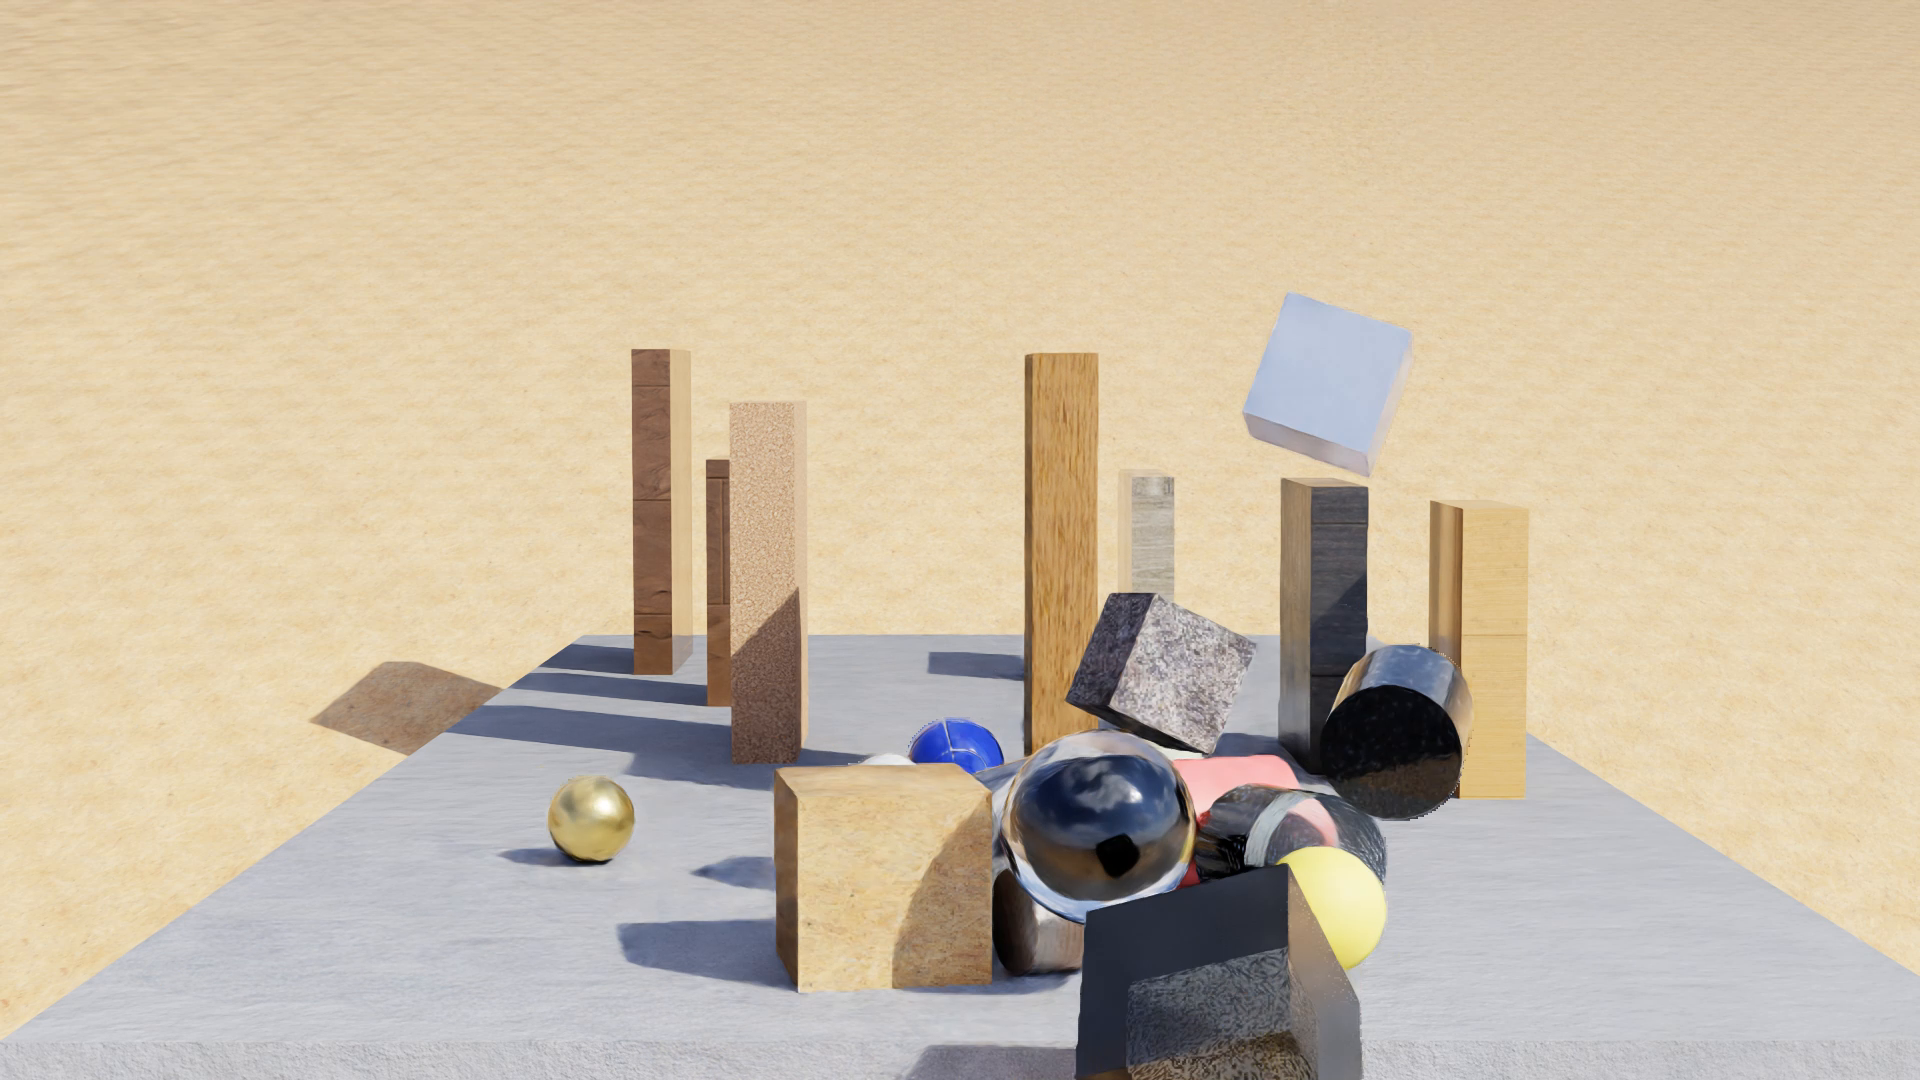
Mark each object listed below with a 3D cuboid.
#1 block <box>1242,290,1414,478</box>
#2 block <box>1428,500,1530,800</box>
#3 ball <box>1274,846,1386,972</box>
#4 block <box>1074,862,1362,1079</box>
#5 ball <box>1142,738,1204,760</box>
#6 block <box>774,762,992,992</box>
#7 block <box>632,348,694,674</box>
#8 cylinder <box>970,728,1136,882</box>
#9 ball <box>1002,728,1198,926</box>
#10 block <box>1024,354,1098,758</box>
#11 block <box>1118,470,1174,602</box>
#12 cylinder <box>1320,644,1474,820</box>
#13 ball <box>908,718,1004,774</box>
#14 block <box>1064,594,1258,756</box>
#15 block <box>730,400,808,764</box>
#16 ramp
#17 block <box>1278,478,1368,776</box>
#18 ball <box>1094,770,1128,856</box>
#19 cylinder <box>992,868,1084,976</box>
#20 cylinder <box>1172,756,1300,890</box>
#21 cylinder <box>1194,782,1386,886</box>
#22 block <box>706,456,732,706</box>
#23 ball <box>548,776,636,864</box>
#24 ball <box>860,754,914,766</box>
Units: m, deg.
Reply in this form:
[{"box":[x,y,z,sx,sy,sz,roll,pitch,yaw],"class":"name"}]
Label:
[{"box":[0.419,-0.175,2.911,0.146,0.146,0.146,20,-5,13],"class":"block"},{"box":[0.826,0.168,4.110,0.102,0.451,0.278,0,4,0],"class":"block"},{"box":[0.396,0.406,2.817,0.141,0.141,0.141,0,20,0],"class":"ball"},{"box":[0.243,0.459,2.367,0.201,0.201,0.201,-17,35,19],"class":"block"},{"box":[0.301,0.350,3.785,0.131,0.131,0.131,0,20,0],"class":"ball"},{"box":[-0.089,0.370,2.852,0.210,0.210,0.210,-1,4,-11],"class":"block"},{"box":[-0.675,-0.074,5.843,0.085,0.715,0.441,0,4,0],"class":"block"},{"box":[0.131,0.337,2.994,0.190,0.190,0.190,-16,23,-10],"class":"cylinder"},{"box":[0.147,0.304,2.717,0.207,0.207,0.207,0,20,0],"class":"ball"},{"box":[0.153,0.058,3.972,0.096,0.689,0.423,0,4,0],"class":"block"},{"box":[0.402,0.077,5.586,0.090,0.445,0.442,0,4,0],"class":"block"},{"box":[0.493,0.214,2.889,0.155,0.155,0.155,5,16,15],"class":"cylinder"},{"box":[-0.006,0.339,3.829,0.147,0.147,0.147,0,20,0],"class":"ball"},{"box":[0.264,0.176,3.394,0.159,0.159,0.159,26,-9,-16],"class":"block"},{"box":[-0.334,0.062,4.520,0.109,0.611,0.372,0,4,0],"class":"block"},{"box":[0.046,0.418,4.535,2.000,0.100,4.000,0,4,0],"class":"ramp"},{"box":[0.620,0.138,4.402,0.093,0.475,0.393,0,4,0],"class":"block"},{"box":[0.243,0.372,3.476,0.126,0.126,0.126,0,20,0],"class":"ball"},{"box":[0.111,0.417,2.836,0.117,0.117,0.117,-2,19,-25],"class":"cylinder"},{"box":[0.313,0.362,3.210,0.178,0.178,0.178,-1,19,-19],"class":"cylinder"},{"box":[0.389,0.376,3.035,0.164,0.164,0.164,-9,4,-23],"class":"cylinder"},{"box":[-0.454,0.078,5.219,0.098,0.492,0.264,0,4,0],"class":"block"},{"box":[-0.497,0.377,3.466,0.117,0.117,0.117,0,20,0],"class":"ball"},{"box":[-0.102,0.364,3.654,0.119,0.119,0.119,0,20,0],"class":"ball"}]
